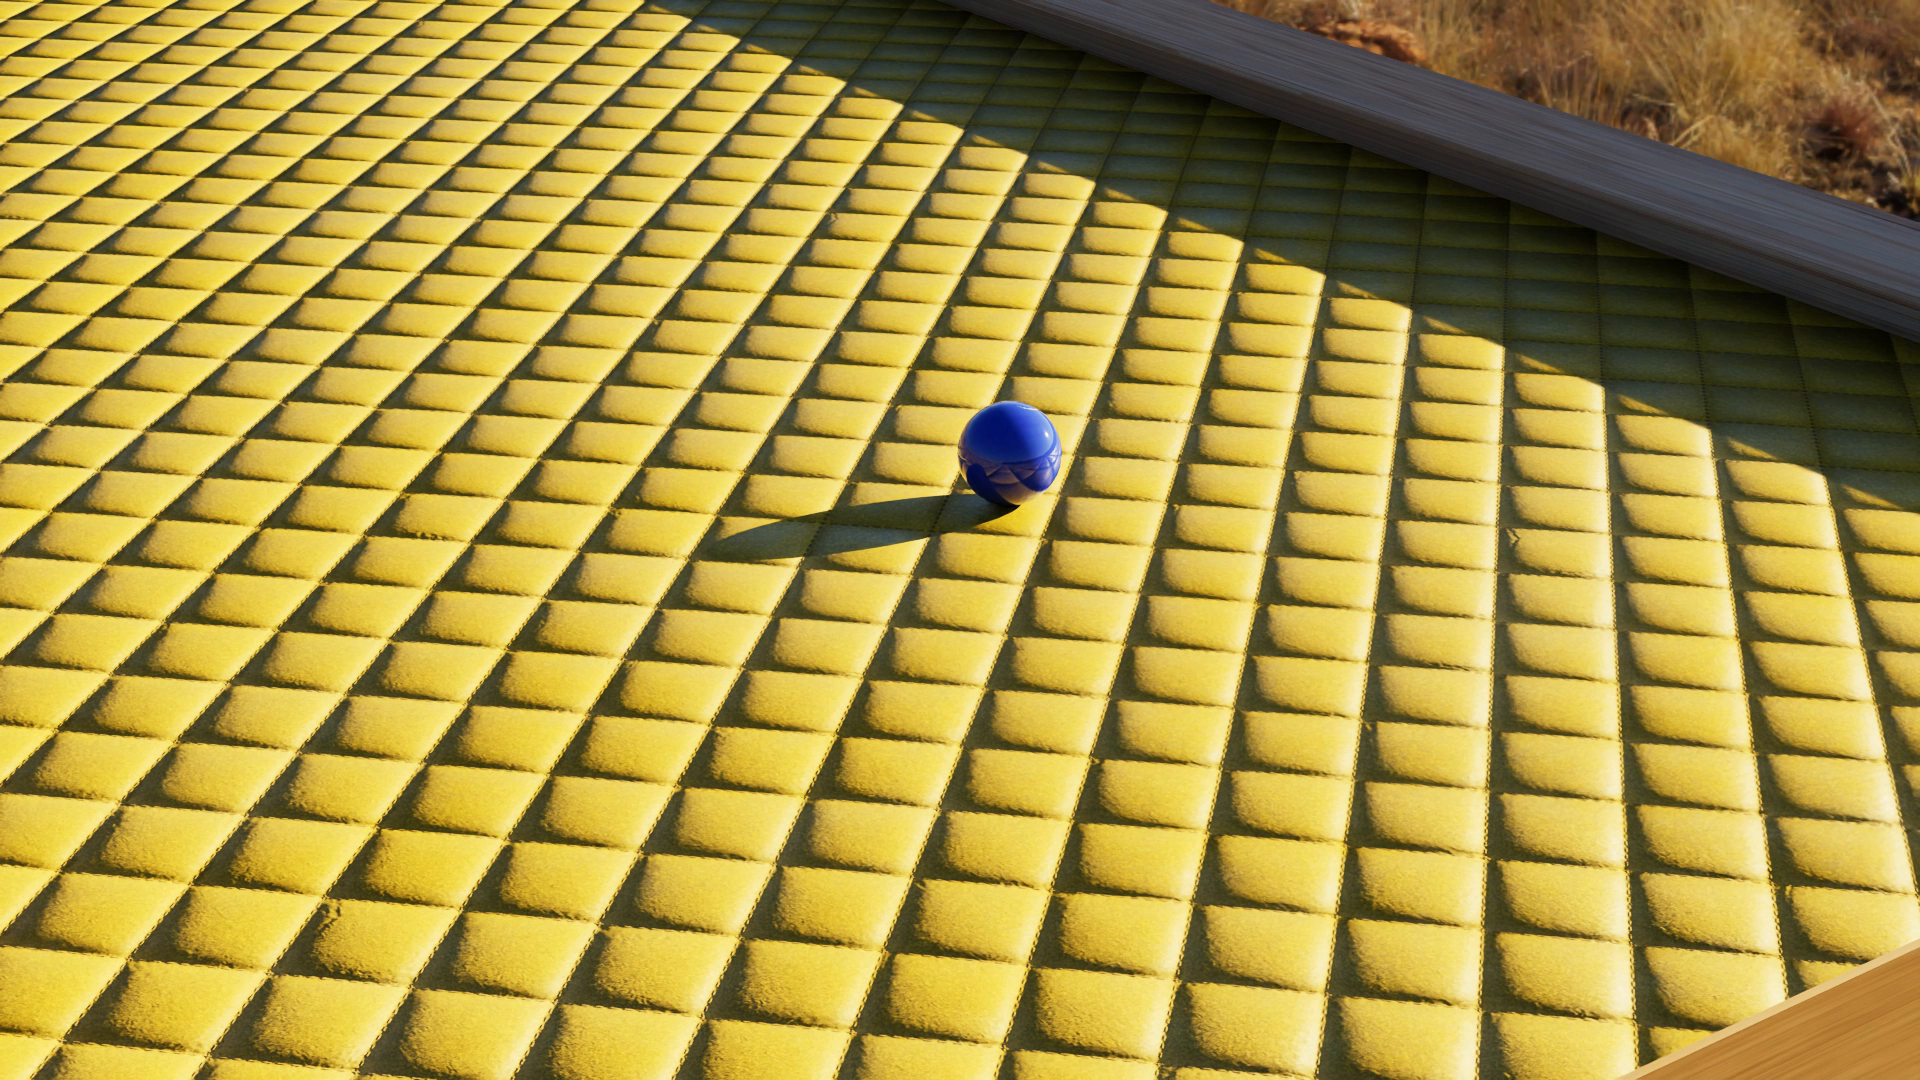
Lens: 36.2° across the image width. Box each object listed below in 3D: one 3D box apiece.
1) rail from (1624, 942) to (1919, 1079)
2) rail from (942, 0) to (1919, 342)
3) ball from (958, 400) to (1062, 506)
[{"bbox_3d":[0.479,0.262,1.593,2.073,0.110,0.045,-16,28,-31],"label":"rail"},{"bbox_3d":[0.341,-0.542,3.400,0.045,0.110,3.457,-16,28,-31],"label":"rail"},{"bbox_3d":[0.040,-0.070,2.373,0.085,0.085,0.085,0,24,0],"label":"ball"}]
